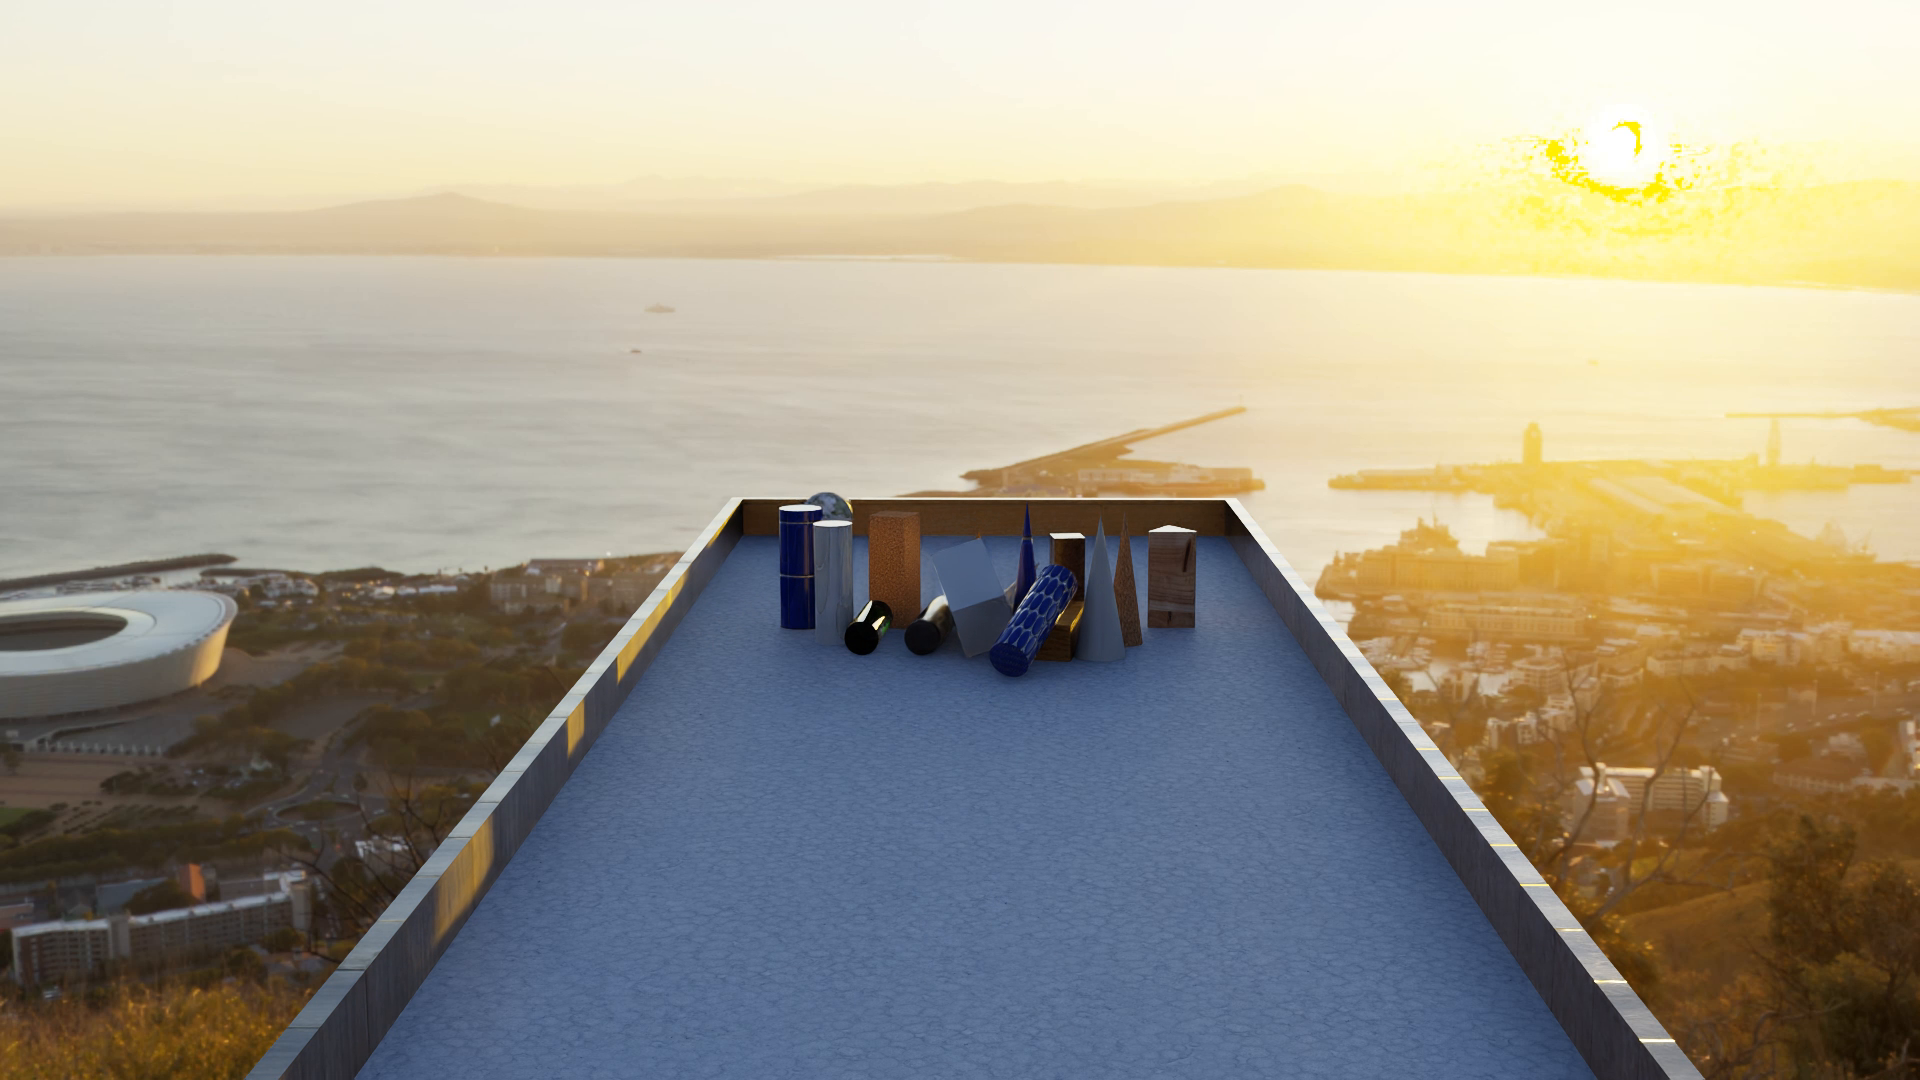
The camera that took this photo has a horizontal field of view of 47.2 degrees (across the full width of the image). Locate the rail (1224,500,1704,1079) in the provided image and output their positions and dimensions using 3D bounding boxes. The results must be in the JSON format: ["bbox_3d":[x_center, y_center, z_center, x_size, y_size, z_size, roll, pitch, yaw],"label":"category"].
[{"bbox_3d":[1.046,0.843,3.208,0.050,0.150,12.000,0,9,1],"label":"rail"}]

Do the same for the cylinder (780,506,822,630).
[{"bbox_3d":[-0.520,0.089,7.198,0.139,0.391,0.139,0,9,0],"label":"cylinder"}]

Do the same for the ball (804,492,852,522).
[{"bbox_3d":[-0.540,-0.090,8.896,0.213,0.213,0.213,0,9,0],"label":"ball"}]

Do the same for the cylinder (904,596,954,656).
[{"bbox_3d":[-0.084,0.269,6.965,0.109,0.109,0.424,1,9,9],"label":"cylinder"}]

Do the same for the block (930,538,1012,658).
[{"bbox_3d":[0.044,0.177,6.868,0.170,0.170,0.397,-18,28,-2],"label":"block"}]

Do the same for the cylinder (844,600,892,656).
[{"bbox_3d":[-0.286,0.275,6.937,0.107,0.107,0.354,1,9,5],"label":"cylinder"}]

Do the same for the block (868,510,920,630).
[{"bbox_3d":[-0.214,0.097,7.223,0.128,0.368,0.128,4,10,22],"label":"block"}]

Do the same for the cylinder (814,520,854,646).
[{"bbox_3d":[-0.399,0.134,6.950,0.123,0.378,0.123,-1,9,0],"label":"cylinder"}]

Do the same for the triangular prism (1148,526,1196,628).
[{"bbox_3d":[0.692,0.119,7.240,0.153,0.318,0.132,0,9,0],"label":"triangular prism"}]

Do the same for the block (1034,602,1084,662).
[{"bbox_3d":[0.315,0.282,6.871,0.112,0.112,0.401,2,9,10],"label":"block"}]

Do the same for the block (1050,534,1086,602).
[{"bbox_3d":[0.349,0.137,7.177,0.100,0.304,0.100,-1,9,-7],"label":"block"}]

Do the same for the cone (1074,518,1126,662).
[{"bbox_3d":[0.428,0.141,6.714,0.160,0.438,0.160,0,9,0],"label":"cone"}]

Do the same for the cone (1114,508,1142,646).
[{"bbox_3d":[0.517,0.112,6.921,0.121,0.432,0.121,0,9,0],"label":"cone"}]

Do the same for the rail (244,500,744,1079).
[{"bbox_3d":[-1.004,0.839,3.234,0.050,0.150,12.000,0,9,1],"label":"rail"}]

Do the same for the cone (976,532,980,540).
[{"bbox_3d":[0.059,0.122,7.185,0.150,0.330,0.150,0,9,0],"label":"cone"}]

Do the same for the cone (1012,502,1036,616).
[{"bbox_3d":[0.211,0.099,6.928,0.113,0.456,0.113,0,9,0],"label":"cone"}]

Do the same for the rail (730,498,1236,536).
[{"bbox_3d":[0.099,-0.098,9.147,2.100,0.150,0.050,0,9,1],"label":"rail"}]

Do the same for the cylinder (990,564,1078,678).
[{"bbox_3d":[0.223,0.239,6.591,0.123,0.123,0.418,4,34,25],"label":"cylinder"}]

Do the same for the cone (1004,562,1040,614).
[{"bbox_3d":[0.174,0.171,7.047,0.113,0.113,0.319,8,47,42],"label":"cone"}]
